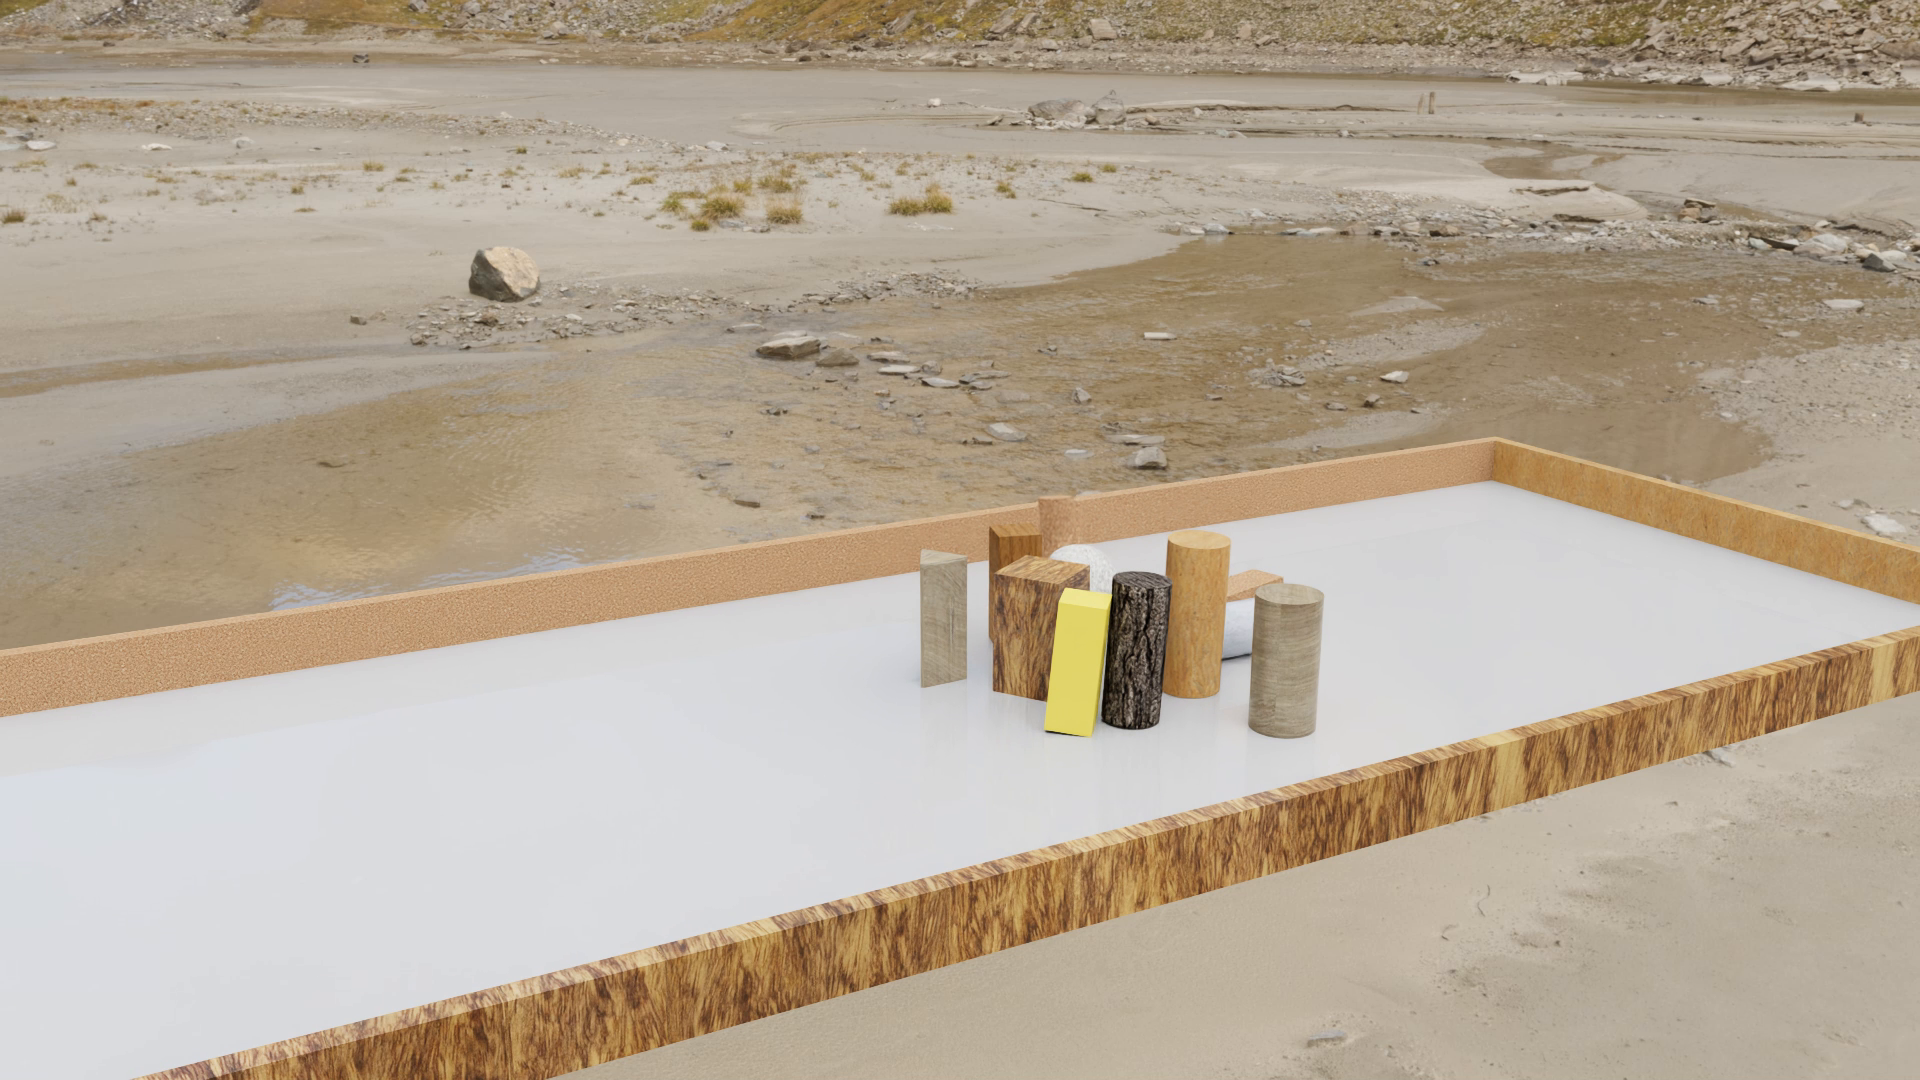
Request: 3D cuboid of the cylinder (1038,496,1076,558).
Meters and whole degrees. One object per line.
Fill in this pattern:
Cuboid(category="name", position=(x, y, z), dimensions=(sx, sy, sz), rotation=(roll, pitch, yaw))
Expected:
Cuboid(category="cylinder", position=(0.282, 0.031, 4.685), dimensions=(0.101, 0.305, 0.101), rotation=(-3, 6, 0))

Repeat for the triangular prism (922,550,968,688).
Cuboid(category="triangular prism", position=(-0.066, 0.191, 4.136), dimensions=(0.130, 0.322, 0.112), rotation=(-9, 19, -29))

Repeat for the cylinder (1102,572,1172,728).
Cuboid(category="cylinder", position=(0.413, 0.256, 3.865), dimensions=(0.138, 0.341, 0.138), rotation=(3, 15, -1))

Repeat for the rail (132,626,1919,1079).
Cuboid(category="rail", position=(-2.336, 1.006, 1.665), dimensions=(12.000, 0.150, 0.050), rotation=(-9, 18, -27))

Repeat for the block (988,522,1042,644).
Cuboid(category="block", position=(0.145, 0.124, 4.376), dimensions=(0.115, 0.314, 0.115), rotation=(-3, 17, -11))

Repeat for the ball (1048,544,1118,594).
Cuboid(category="ball", position=(0.326, 0.124, 4.535), dimensions=(0.225, 0.225, 0.225), rotation=(0, 16, 0))

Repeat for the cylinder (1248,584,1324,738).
Cuboid(category="cylinder", position=(0.755, 0.279, 3.826), dimensions=(0.157, 0.326, 0.157), rotation=(0, 16, 0))

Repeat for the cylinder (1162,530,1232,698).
Cuboid(category="cylinder", position=(0.575, 0.181, 4.048), dimensions=(0.153, 0.384, 0.153), rotation=(1, 18, 0))

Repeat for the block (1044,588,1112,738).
Cuboid(category="block", position=(0.274, 0.283, 3.819), dimensions=(0.110, 0.314, 0.110), rotation=(8, 18, 9))

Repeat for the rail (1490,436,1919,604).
Cuboid(category="rail", position=(2.466, -0.048, 5.253), dimensions=(0.050, 0.150, 2.100), rotation=(-9, 18, -27))

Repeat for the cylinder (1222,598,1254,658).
Cuboid(category="cylinder", position=(0.660, 0.240, 4.286), dimensions=(0.435, 0.143, 0.143), rotation=(-8, 18, -26))

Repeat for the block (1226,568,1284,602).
Cuboid(category="block", position=(0.732, 0.181, 4.550), dimensions=(0.383, 0.107, 0.107), rotation=(-15, 22, -41))

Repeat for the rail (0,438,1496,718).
Cuboid(category="rail", position=(-3.305, 0.497, 3.399), dimensions=(12.000, 0.150, 0.050), rotation=(-9, 18, -27))

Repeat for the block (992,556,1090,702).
Cuboid(category="block", position=(0.201, 0.218, 4.072), dimensions=(0.176, 0.305, 0.176), rotation=(9, 19, 28))
